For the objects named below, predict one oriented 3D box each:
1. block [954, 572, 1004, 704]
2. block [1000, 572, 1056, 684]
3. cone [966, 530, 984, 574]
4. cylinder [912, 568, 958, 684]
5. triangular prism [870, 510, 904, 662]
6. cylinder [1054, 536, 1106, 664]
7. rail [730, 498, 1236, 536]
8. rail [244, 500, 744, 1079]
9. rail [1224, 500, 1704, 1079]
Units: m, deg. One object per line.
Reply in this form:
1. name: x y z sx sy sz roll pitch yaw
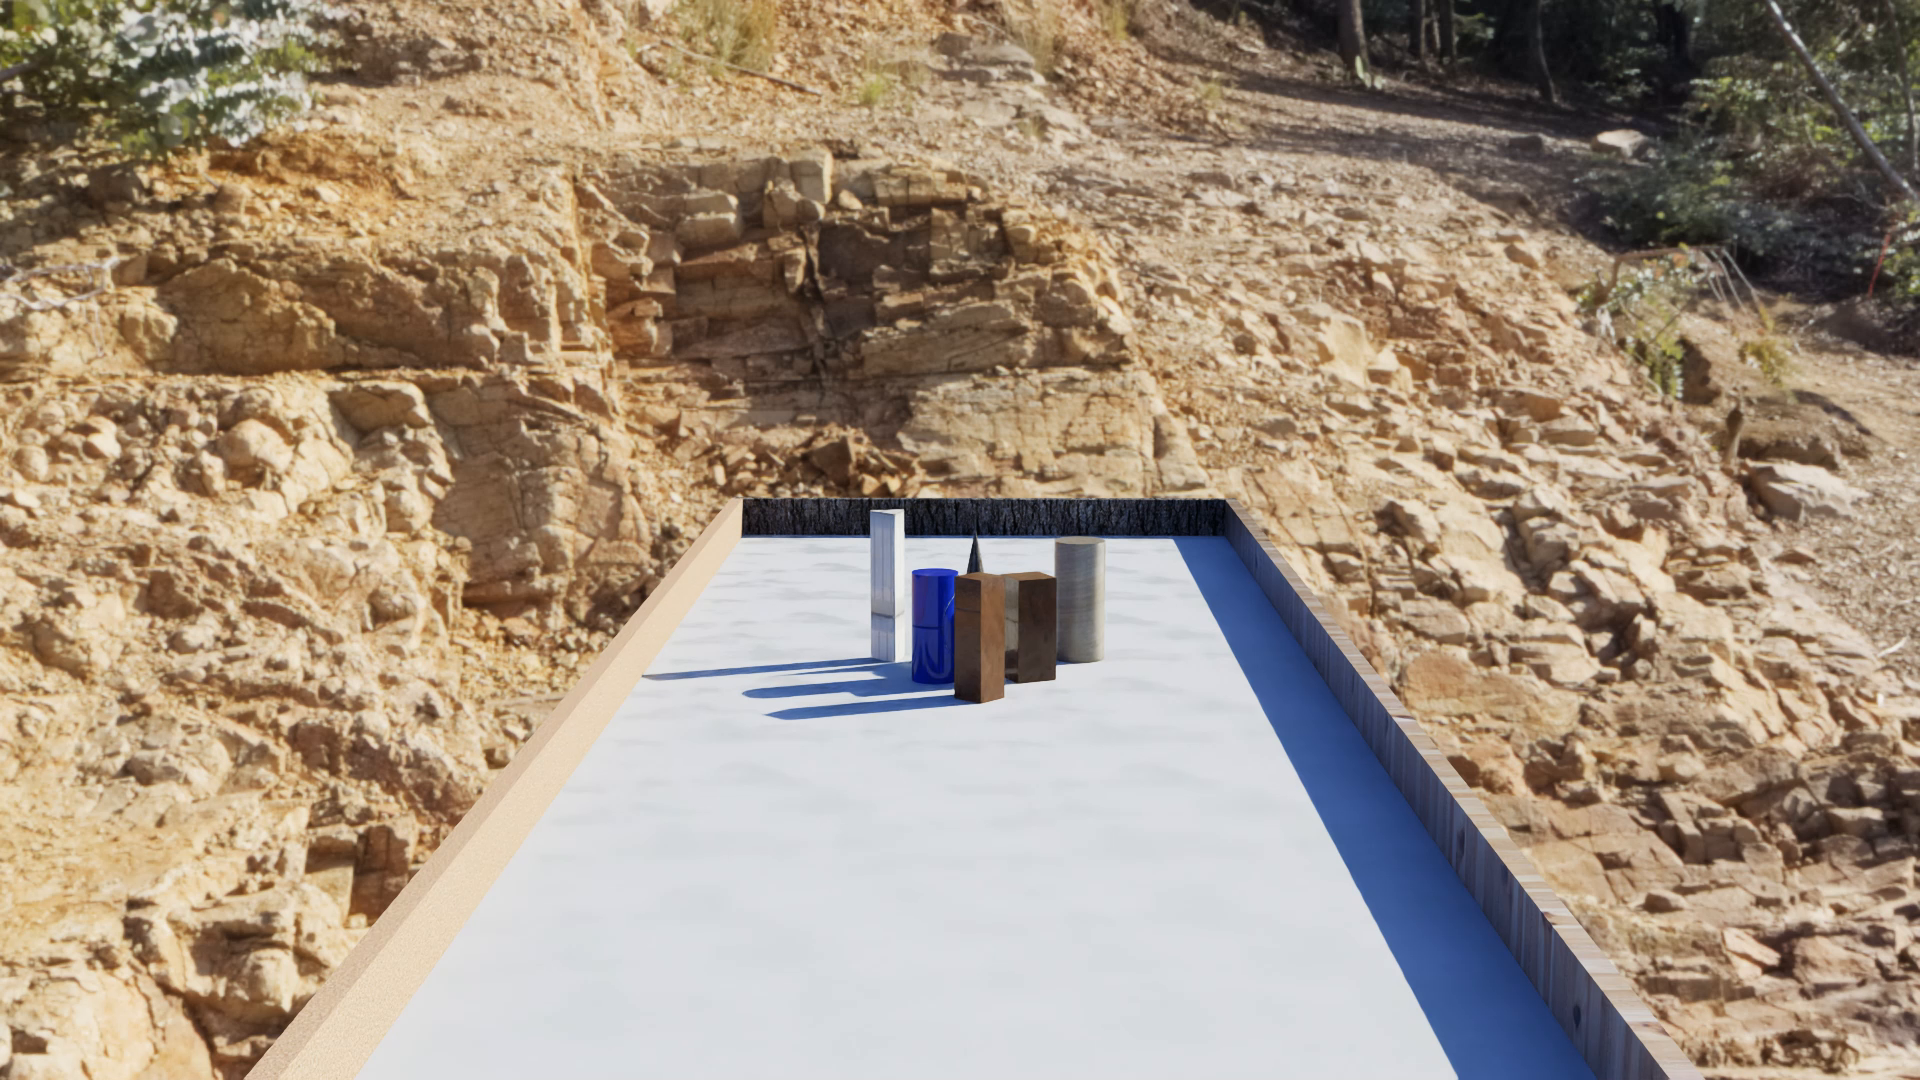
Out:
1. block: 0.055 0.273 6.172 0.100 0.349 0.100 8 12 42
2. block: 0.199 0.255 6.433 0.122 0.303 0.122 -4 10 -24
3. cone: 0.047 0.164 6.670 0.160 0.408 0.160 0 9 0
4. cylinder: -0.073 0.250 6.412 0.137 0.318 0.137 0 9 0
5. triangular prism: -0.204 0.136 6.700 0.090 0.455 0.104 -9 13 -44
6. cylinder: 0.364 0.181 6.704 0.155 0.364 0.155 0 9 0
7. rail: 0.099 -0.098 9.147 2.100 0.150 0.050 0 9 1
8. rail: -1.004 0.839 3.234 0.050 0.150 12.000 0 9 1
9. rail: 1.046 0.843 3.208 0.050 0.150 12.000 0 9 1
